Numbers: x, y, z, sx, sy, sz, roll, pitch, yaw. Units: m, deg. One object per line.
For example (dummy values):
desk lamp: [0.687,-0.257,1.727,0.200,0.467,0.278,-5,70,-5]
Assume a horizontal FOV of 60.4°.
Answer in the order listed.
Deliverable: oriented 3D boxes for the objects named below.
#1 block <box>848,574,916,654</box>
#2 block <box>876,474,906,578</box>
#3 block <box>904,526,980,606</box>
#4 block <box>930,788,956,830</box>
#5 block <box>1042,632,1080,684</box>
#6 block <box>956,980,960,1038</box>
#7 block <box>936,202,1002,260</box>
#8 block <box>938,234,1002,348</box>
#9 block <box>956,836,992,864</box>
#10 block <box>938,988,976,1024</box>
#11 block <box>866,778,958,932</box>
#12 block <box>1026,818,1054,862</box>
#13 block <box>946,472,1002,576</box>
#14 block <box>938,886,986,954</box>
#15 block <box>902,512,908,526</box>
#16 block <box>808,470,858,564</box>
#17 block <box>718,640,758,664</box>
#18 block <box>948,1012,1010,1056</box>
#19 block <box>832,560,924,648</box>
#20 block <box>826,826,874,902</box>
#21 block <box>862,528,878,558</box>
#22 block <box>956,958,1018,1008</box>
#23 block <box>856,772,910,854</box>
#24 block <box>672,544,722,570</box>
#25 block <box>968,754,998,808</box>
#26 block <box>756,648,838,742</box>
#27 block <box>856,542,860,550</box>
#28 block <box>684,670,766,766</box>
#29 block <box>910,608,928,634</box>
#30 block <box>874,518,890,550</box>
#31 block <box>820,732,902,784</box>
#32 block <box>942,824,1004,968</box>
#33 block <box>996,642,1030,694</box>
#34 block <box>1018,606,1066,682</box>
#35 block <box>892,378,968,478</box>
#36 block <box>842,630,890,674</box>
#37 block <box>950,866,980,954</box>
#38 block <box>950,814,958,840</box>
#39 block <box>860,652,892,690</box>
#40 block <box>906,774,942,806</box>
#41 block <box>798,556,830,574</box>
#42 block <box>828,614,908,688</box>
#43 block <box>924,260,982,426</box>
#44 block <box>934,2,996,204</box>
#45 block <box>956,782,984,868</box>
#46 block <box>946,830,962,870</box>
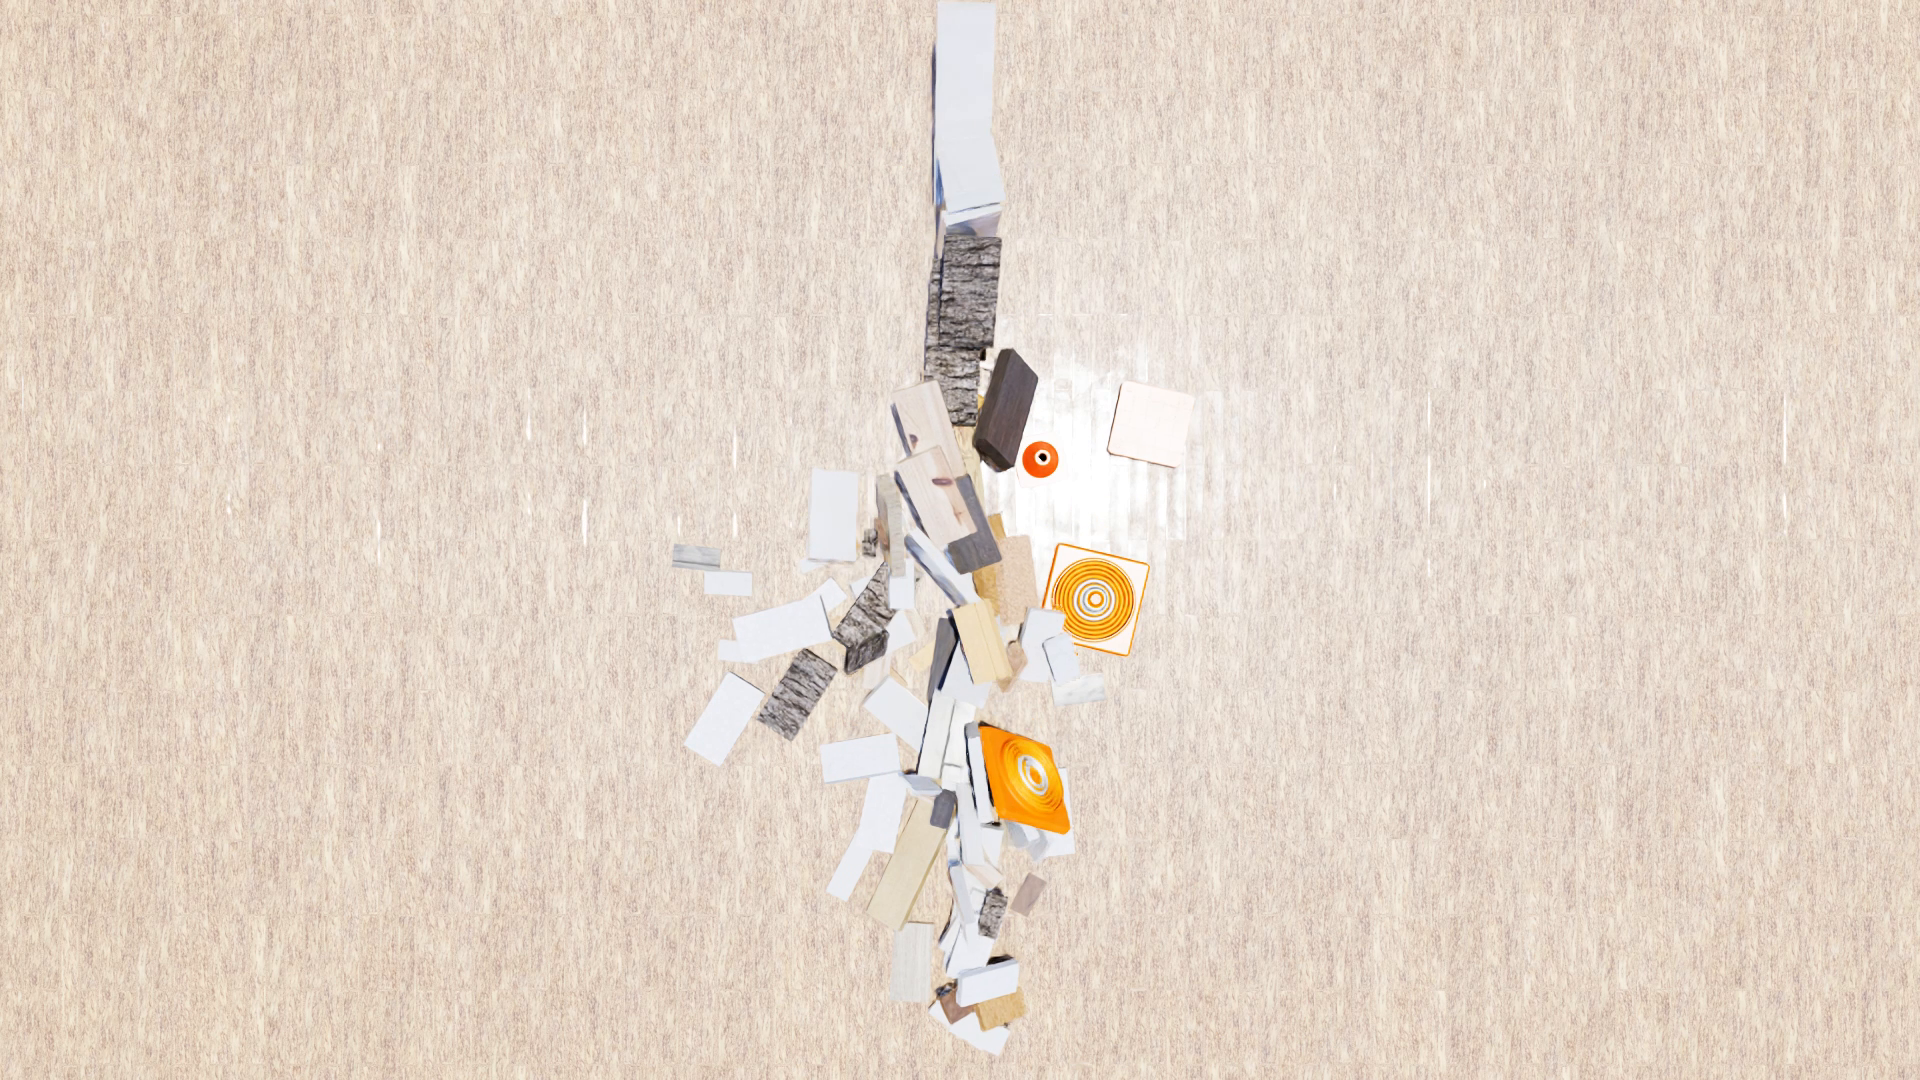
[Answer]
block: [-0.257,0.241,5.456,0.130,0.037,0.259,-23,87,-19]
block: [-0.217,-0.044,5.208,0.043,0.151,0.302,-11,131,-10]
block: [-0.045,0.106,5.186,0.035,0.122,0.343,-41,92,-14]
block: [-0.055,0.878,5.389,0.066,0.019,0.131,15,107,6]
block: [0.334,0.389,5.414,0.088,0.025,0.176,-23,128,-5]
block: [0.039,1.547,5.485,0.107,0.030,0.214,0,90,0]
block: [0.025,-0.975,5.198,0.180,0.359,0.051,-18,82,-6]
block: [0.030,-0.775,5.152,0.174,0.049,0.348,3,121,-2]
block: [0.044,1.011,5.357,0.066,0.019,0.131,-27,103,5]
block: [0.024,1.502,5.407,0.183,0.026,0.091,-22,85,-32]
block: [-0.144,1.033,5.457,0.130,0.037,0.509,25,90,23]
block: [0.254,0.971,5.335,0.023,0.166,0.083,-16,62,-26]
block: [0.014,-0.049,5.219,0.148,0.042,0.295,-20,105,8]
block: [0.037,1.262,5.409,0.116,0.033,0.232,28,101,-8]
block: [-0.227,-0.059,5.478,0.097,0.049,0.014,-17,46,0]
block: [-0.417,-0.078,5.428,0.151,0.043,0.302,4,75,-9]
block: [-0.736,0.371,5.490,0.134,0.019,0.067,6,90,0]
block: [0.064,1.613,5.426,0.183,0.026,0.091,27,90,0]
block: [-0.271,0.213,5.418,0.130,0.037,0.350,37,72,-8]
block: [-0.354,1.074,5.489,0.079,0.022,0.248,28,90,0]
block: [-0.300,0.012,5.493,0.049,0.014,0.097,6,90,0]
block: [0.090,1.446,5.386,0.214,0.030,0.107,-7,111,-30]
block: [-0.256,0.894,5.467,0.127,0.036,0.263,12,83,0]
block: [-0.876,0.060,5.489,0.158,0.022,0.079,7,90,0]
block: [0.063,0.807,5.461,0.090,0.025,0.179,-18,74,-2]
block: [-0.539,0.514,5.480,0.142,0.040,0.284,33,90,0]
block: [-0.386,-0.012,5.458,0.058,0.016,0.116,-28,80,-34]
block: [-0.780,0.593,5.480,0.142,0.040,0.283,32,90,0]
block: [-0.146,0.256,5.471,0.016,0.058,0.121,-29,90,2]
block: [-0.246,-0.019,5.192,0.014,0.048,0.096,-19,67,-10]
block: [-0.329,0.724,5.459,0.255,0.036,0.127,-10,67,0]
block: [0.041,1.178,5.423,0.116,0.033,0.513,9,103,-4]
block: [0.166,0.419,5.419,0.023,0.166,0.083,-3,49,-34]
block: [0.255,0.345,5.433,0.122,0.035,0.245,9,107,-17]
block: [-0.093,-0.335,5.195,0.148,0.042,0.315,-16,101,7]
block: [-0.302,0.360,5.316,0.025,0.176,0.088,34,130,29]
block: [0.015,1.176,5.255,0.037,0.260,0.130,-11,123,-6]
block: [0.011,0.902,5.472,0.090,0.025,0.179,-1,80,0]
block: [-0.275,0.411,5.457,0.085,0.024,0.170,9,78,-9]
block: [-0.105,0.830,5.448,0.134,0.019,0.067,24,90,23]
block: [-0.485,0.072,5.480,0.096,0.014,0.048,-22,91,16]
block: [-0.320,0.394,5.488,0.331,0.024,0.085,44,90,0]
block: [-0.019,-0.633,5.285,0.174,0.049,0.533,4,79,-1]
block: [0.012,-1.392,5.303,0.180,0.051,0.645,2,123,0]
block: [0.032,0.918,5.317,0.071,0.020,0.267,15,58,-39]
block: [-0.005,1.016,5.489,0.077,0.022,0.155,-2,90,0]
